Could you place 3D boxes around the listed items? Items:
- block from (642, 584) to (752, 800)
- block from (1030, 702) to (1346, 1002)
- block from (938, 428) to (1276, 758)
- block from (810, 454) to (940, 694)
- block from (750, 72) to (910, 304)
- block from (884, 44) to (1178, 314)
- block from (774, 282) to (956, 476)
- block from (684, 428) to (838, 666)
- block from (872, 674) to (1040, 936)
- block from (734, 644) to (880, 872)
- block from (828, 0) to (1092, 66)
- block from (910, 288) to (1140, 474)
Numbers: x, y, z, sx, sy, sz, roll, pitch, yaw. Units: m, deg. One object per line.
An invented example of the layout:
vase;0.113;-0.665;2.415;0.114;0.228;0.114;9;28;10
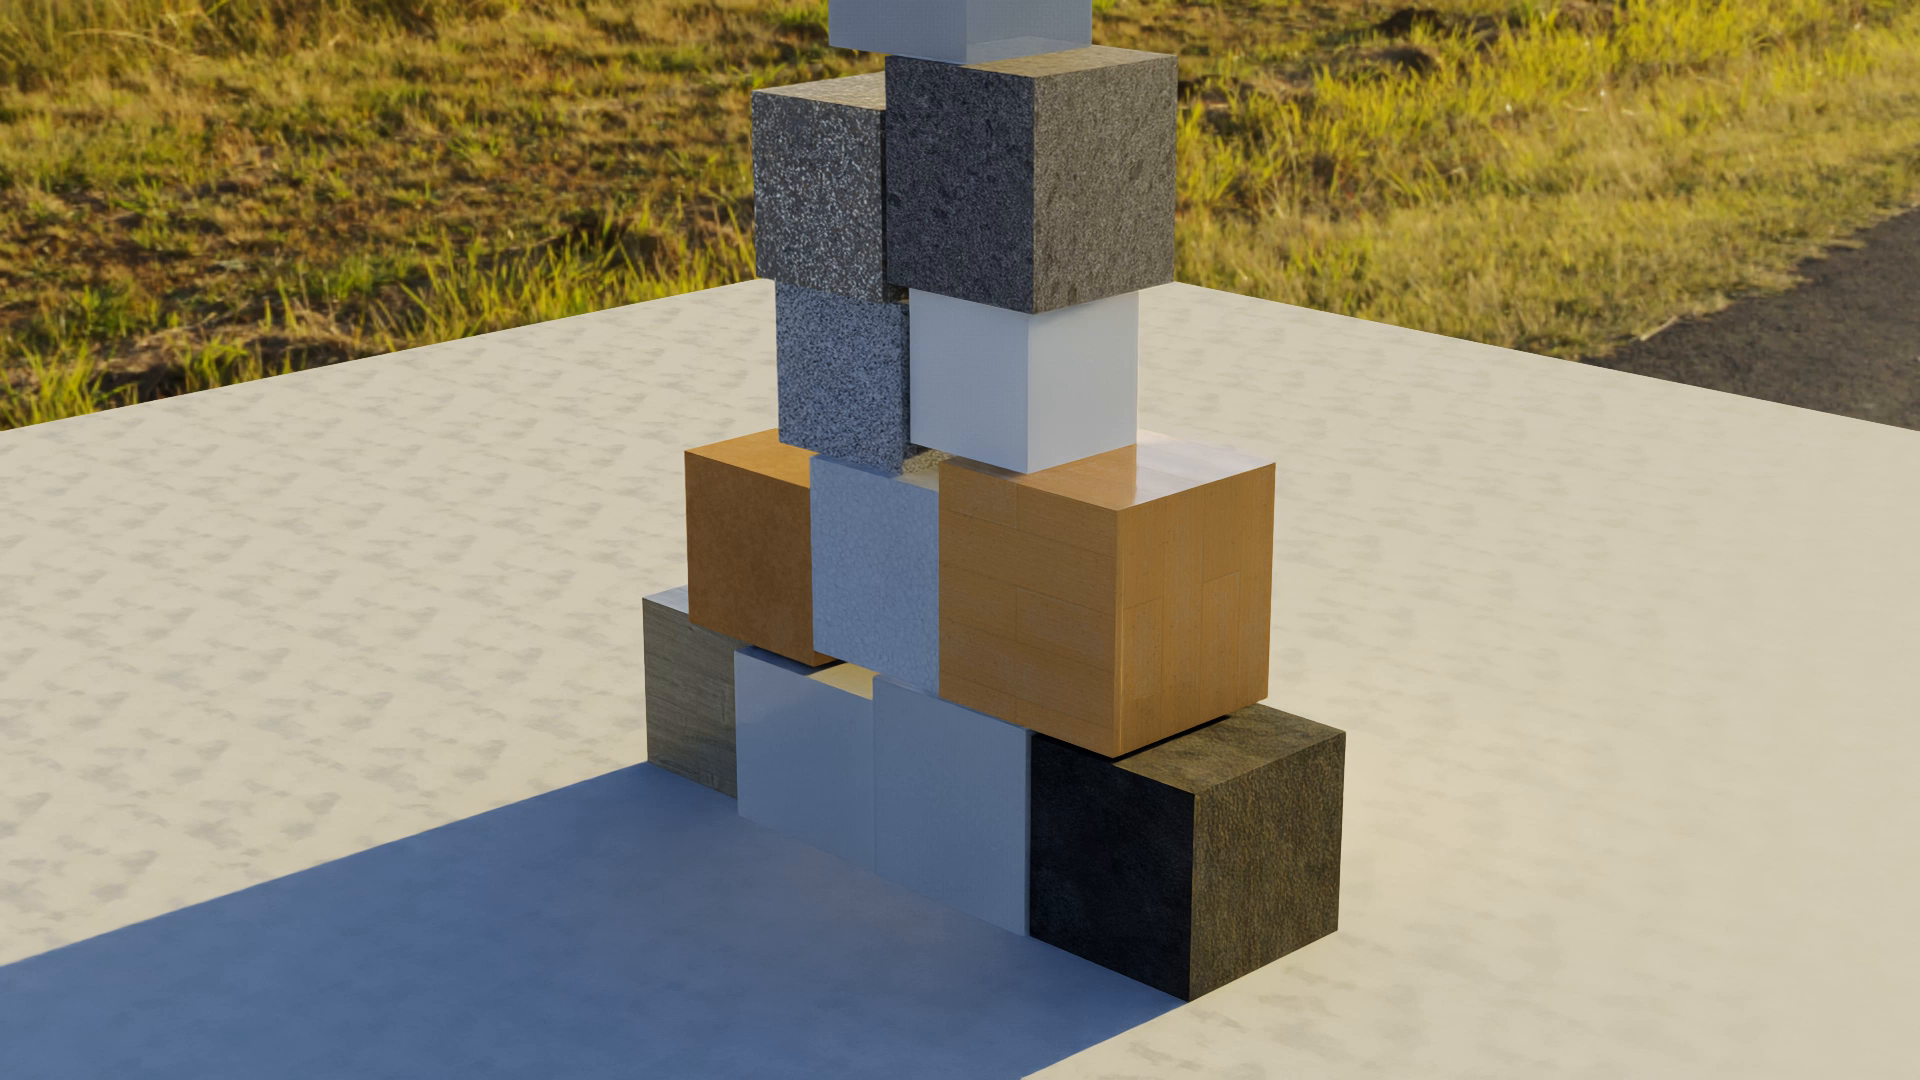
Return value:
block;-1.013;0.710;14.624;0.760;0.877;0.828;-17;24;-42
block;0.983;1.278;12.719;0.999;0.936;0.917;-17;24;-42
block;0.632;0.179;12.756;1.016;1.078;1.032;-17;24;-42
block;-0.054;0.054;13.407;0.924;0.928;0.842;-17;23;-42
block;-0.330;-1.602;13.175;0.856;0.844;0.832;-17;23;-42
block;0.304;-1.581;12.546;0.882;0.977;0.872;-17;24;-42
block;-0.267;-0.817;13.359;0.788;0.767;0.819;-17;23;-42
block;-0.680;-0.012;14.027;0.899;0.858;0.879;17;24;42
block;0.299;1.068;13.336;1.006;0.966;0.952;-17;24;-42
block;-0.375;0.920;14.016;1.001;0.840;0.963;-17;24;-42
block;-0.002;-2.468;12.576;0.763;0.701;0.842;-17;24;-42
block;0.278;-0.768;12.780;0.694;0.714;0.713;-17;24;-42
